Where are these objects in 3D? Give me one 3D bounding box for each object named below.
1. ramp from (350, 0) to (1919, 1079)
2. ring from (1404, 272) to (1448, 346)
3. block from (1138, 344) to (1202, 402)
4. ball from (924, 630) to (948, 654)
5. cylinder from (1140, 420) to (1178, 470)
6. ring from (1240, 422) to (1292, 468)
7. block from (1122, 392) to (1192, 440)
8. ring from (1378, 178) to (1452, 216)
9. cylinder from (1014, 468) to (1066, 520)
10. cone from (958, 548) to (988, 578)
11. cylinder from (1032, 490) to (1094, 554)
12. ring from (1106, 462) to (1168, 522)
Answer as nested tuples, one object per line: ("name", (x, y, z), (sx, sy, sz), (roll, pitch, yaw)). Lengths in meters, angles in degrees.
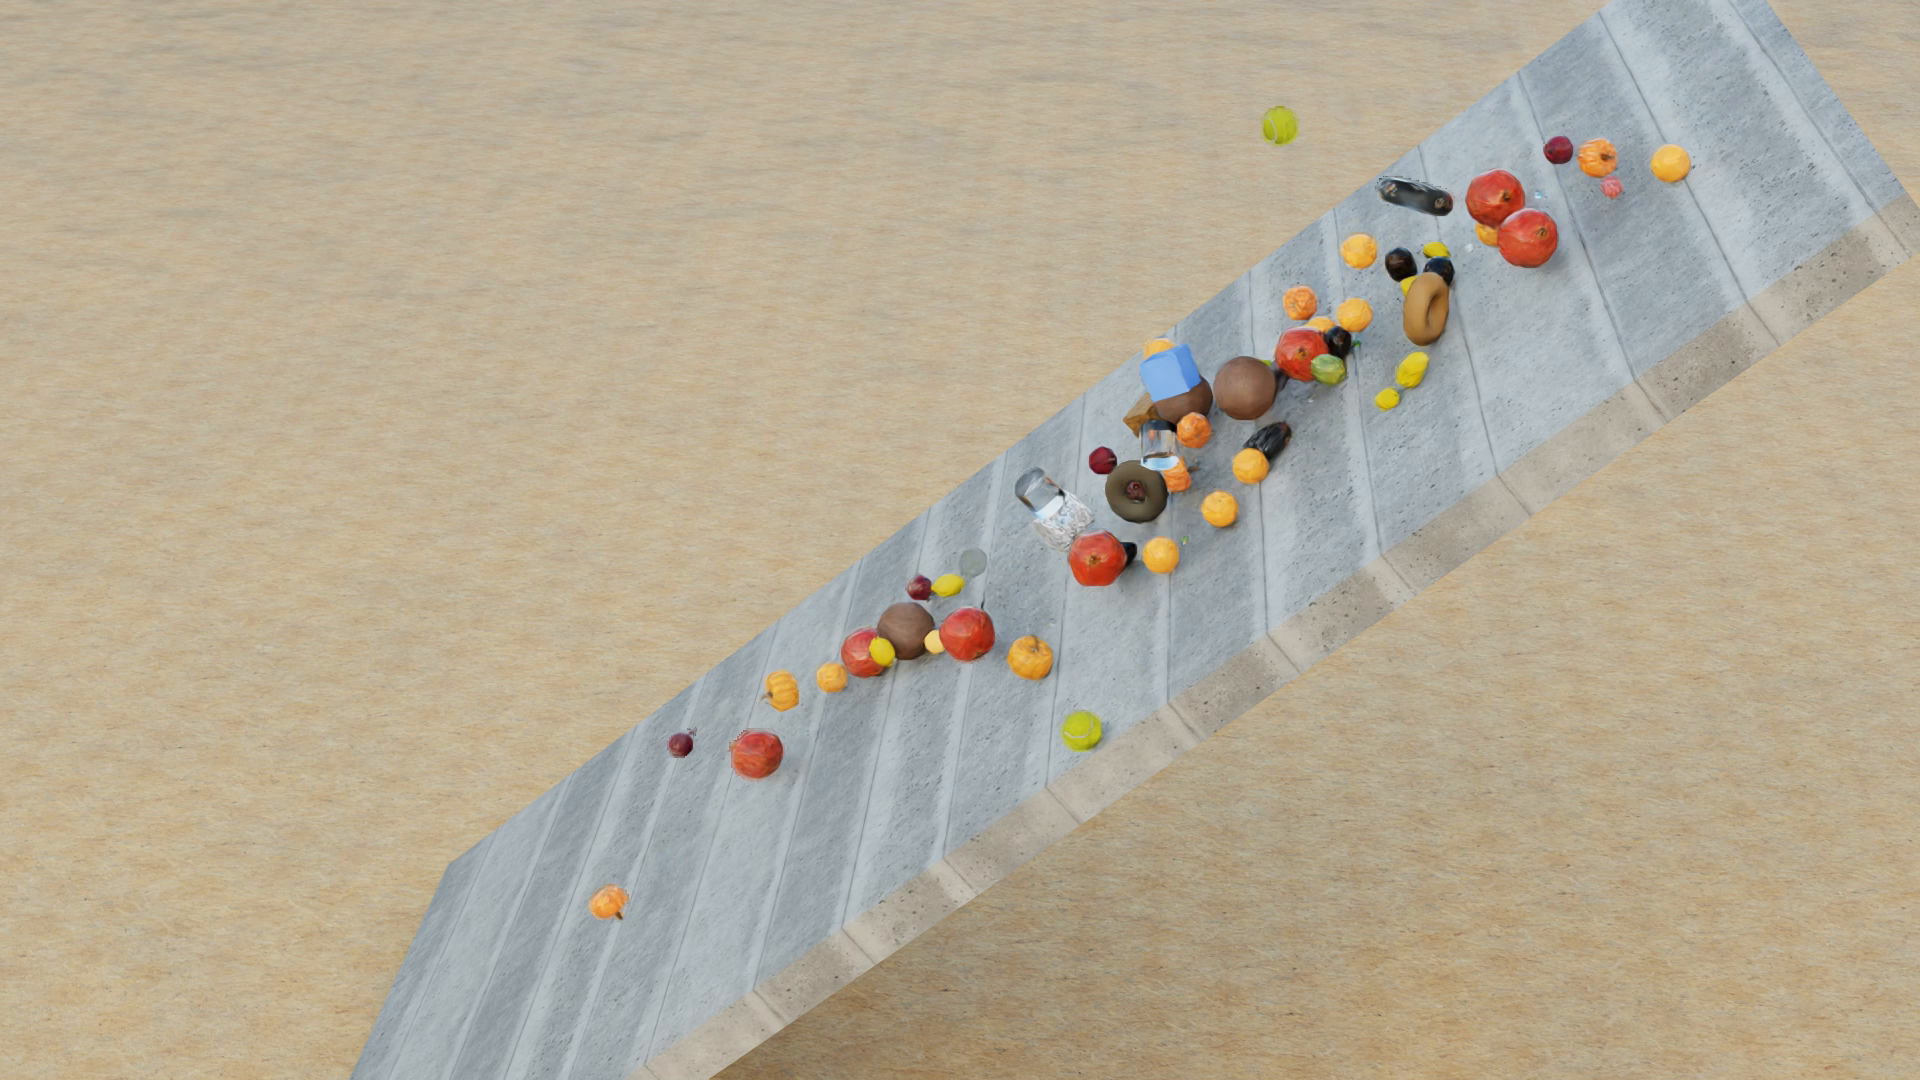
("ramp", (0.118, 0.187, 6.345), (4.000, 0.100, 2.000), (-36, 16, 18))
("ring", (0.911, -0.451, 5.748), (0.049, 0.146, 0.146), (13, 27, 32))
("block", (0.433, -0.344, 6.053), (0.084, 0.084, 0.084), (-17, 10, 27))
("ball", (-0.053, 0.222, 6.377), (0.051, 0.051, 0.051), (0, 24, 0))
("cylinder", (0.401, -0.191, 5.928), (0.076, 0.076, 0.076), (0, 63, 0))
("ring", (0.614, -0.191, 5.908), (0.123, 0.041, 0.123), (-37, 11, 9))
("block", (0.434, -0.268, 6.462), (0.090, 0.090, 0.090), (-49, 17, -26))
("ring", (0.870, -0.655, 5.615), (0.147, 0.049, 0.147), (15, 7, -2))
("cylinder", (0.166, -0.096, 6.113), (0.076, 0.076, 0.076), (-32, 32, 23))
("cone", (0.019, 0.041, 6.492), (0.067, 0.067, 0.067), (-7, 17, -16))
("cylinder", (0.216, -0.037, 6.180), (0.094, 0.094, 0.094), (-46, 42, -17))
("ring", (0.365, -0.099, 6.083), (0.135, 0.135, 0.045), (9, 23, 20))
